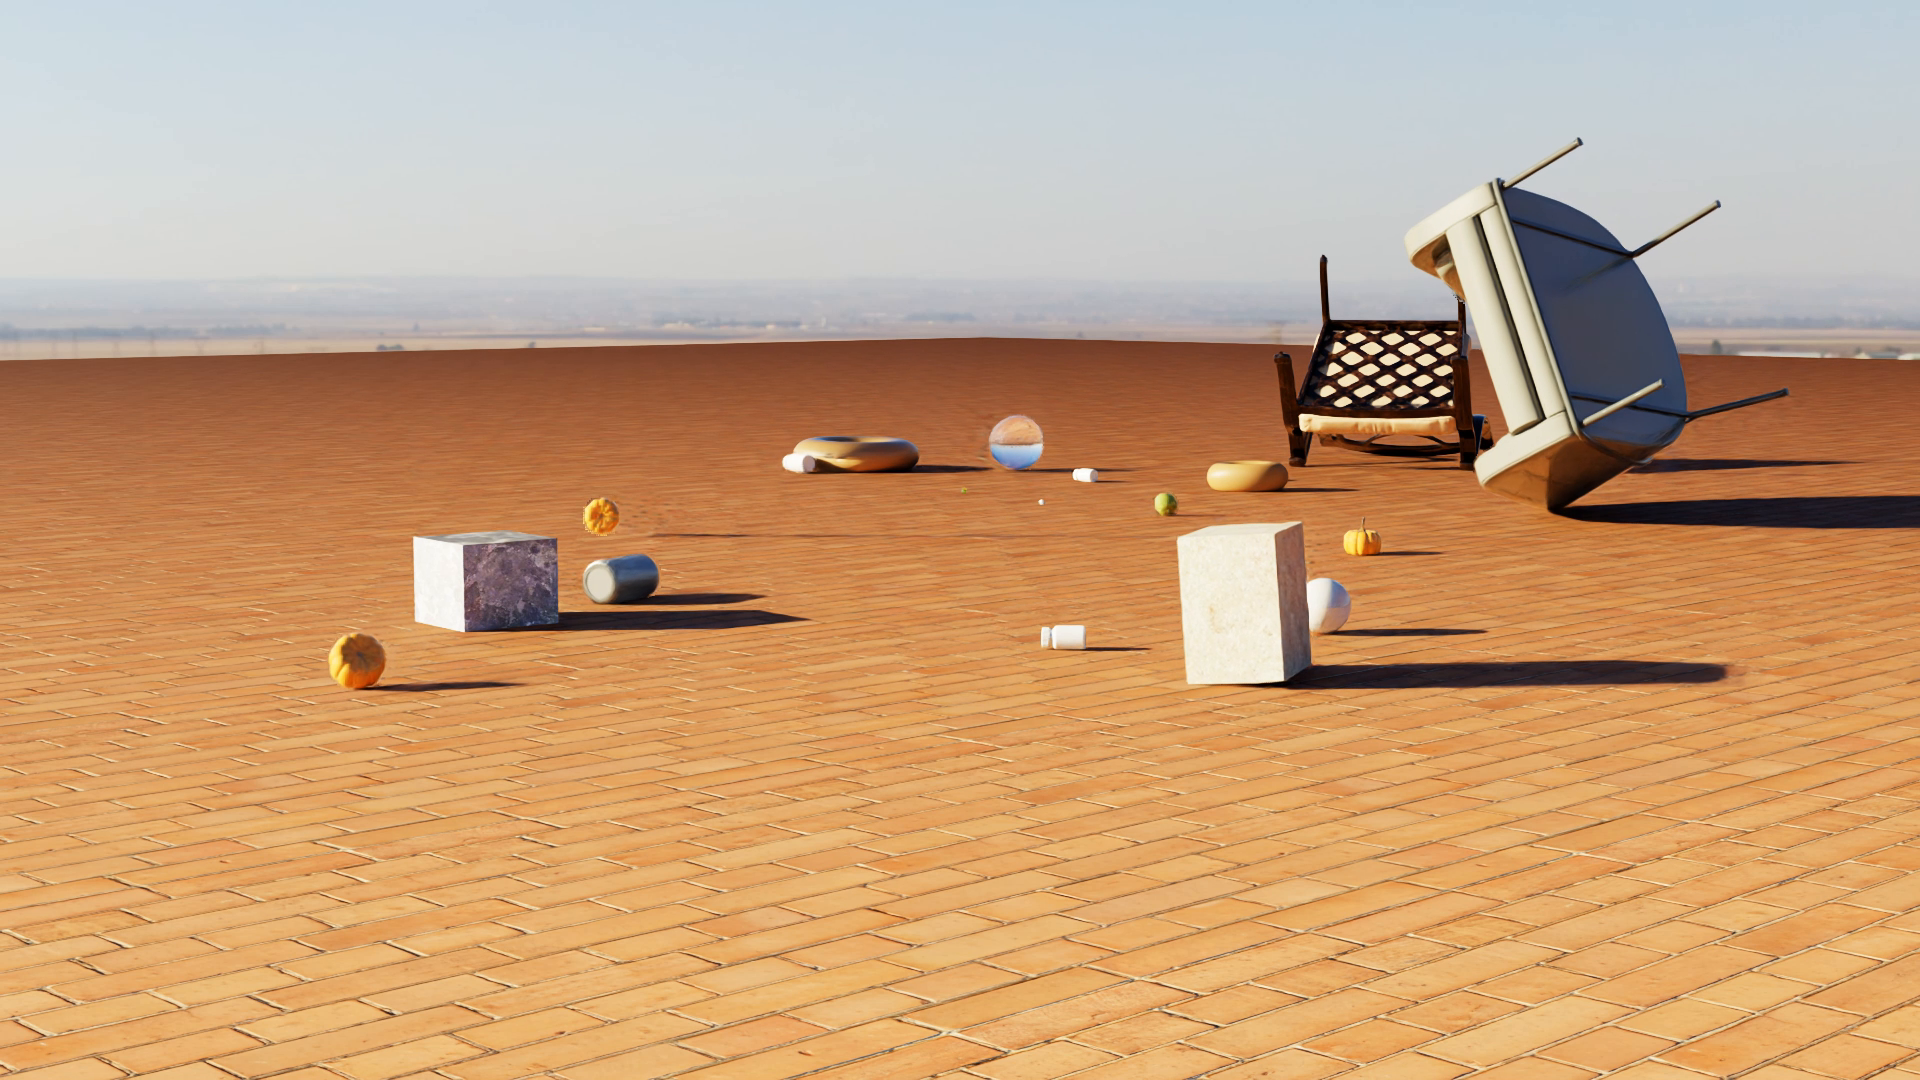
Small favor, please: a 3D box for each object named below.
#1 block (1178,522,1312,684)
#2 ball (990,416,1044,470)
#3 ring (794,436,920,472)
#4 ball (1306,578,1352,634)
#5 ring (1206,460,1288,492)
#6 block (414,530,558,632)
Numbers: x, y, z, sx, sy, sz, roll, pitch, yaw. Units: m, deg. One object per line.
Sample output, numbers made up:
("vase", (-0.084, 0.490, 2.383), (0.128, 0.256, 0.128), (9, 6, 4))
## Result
("block", (0.469, 0.102, 4.206), (0.159, 0.238, 0.206), (-3, 5, 20))
("ball", (0.192, -0.331, 8.713), (0.186, 0.186, 0.186), (0, 6, 0))
("ring", (-0.353, -0.292, 8.740), (0.441, 0.105, 0.373), (3, 7, 20))
("ball", (0.670, 0.121, 4.731), (0.103, 0.103, 0.103), (0, 6, 0))
("ring", (0.884, -0.195, 7.886), (0.249, 0.088, 0.161), (0, 7, 8))
("block", (-0.902, 0.076, 4.883), (0.200, 0.162, 0.193), (-5, 8, -39))
